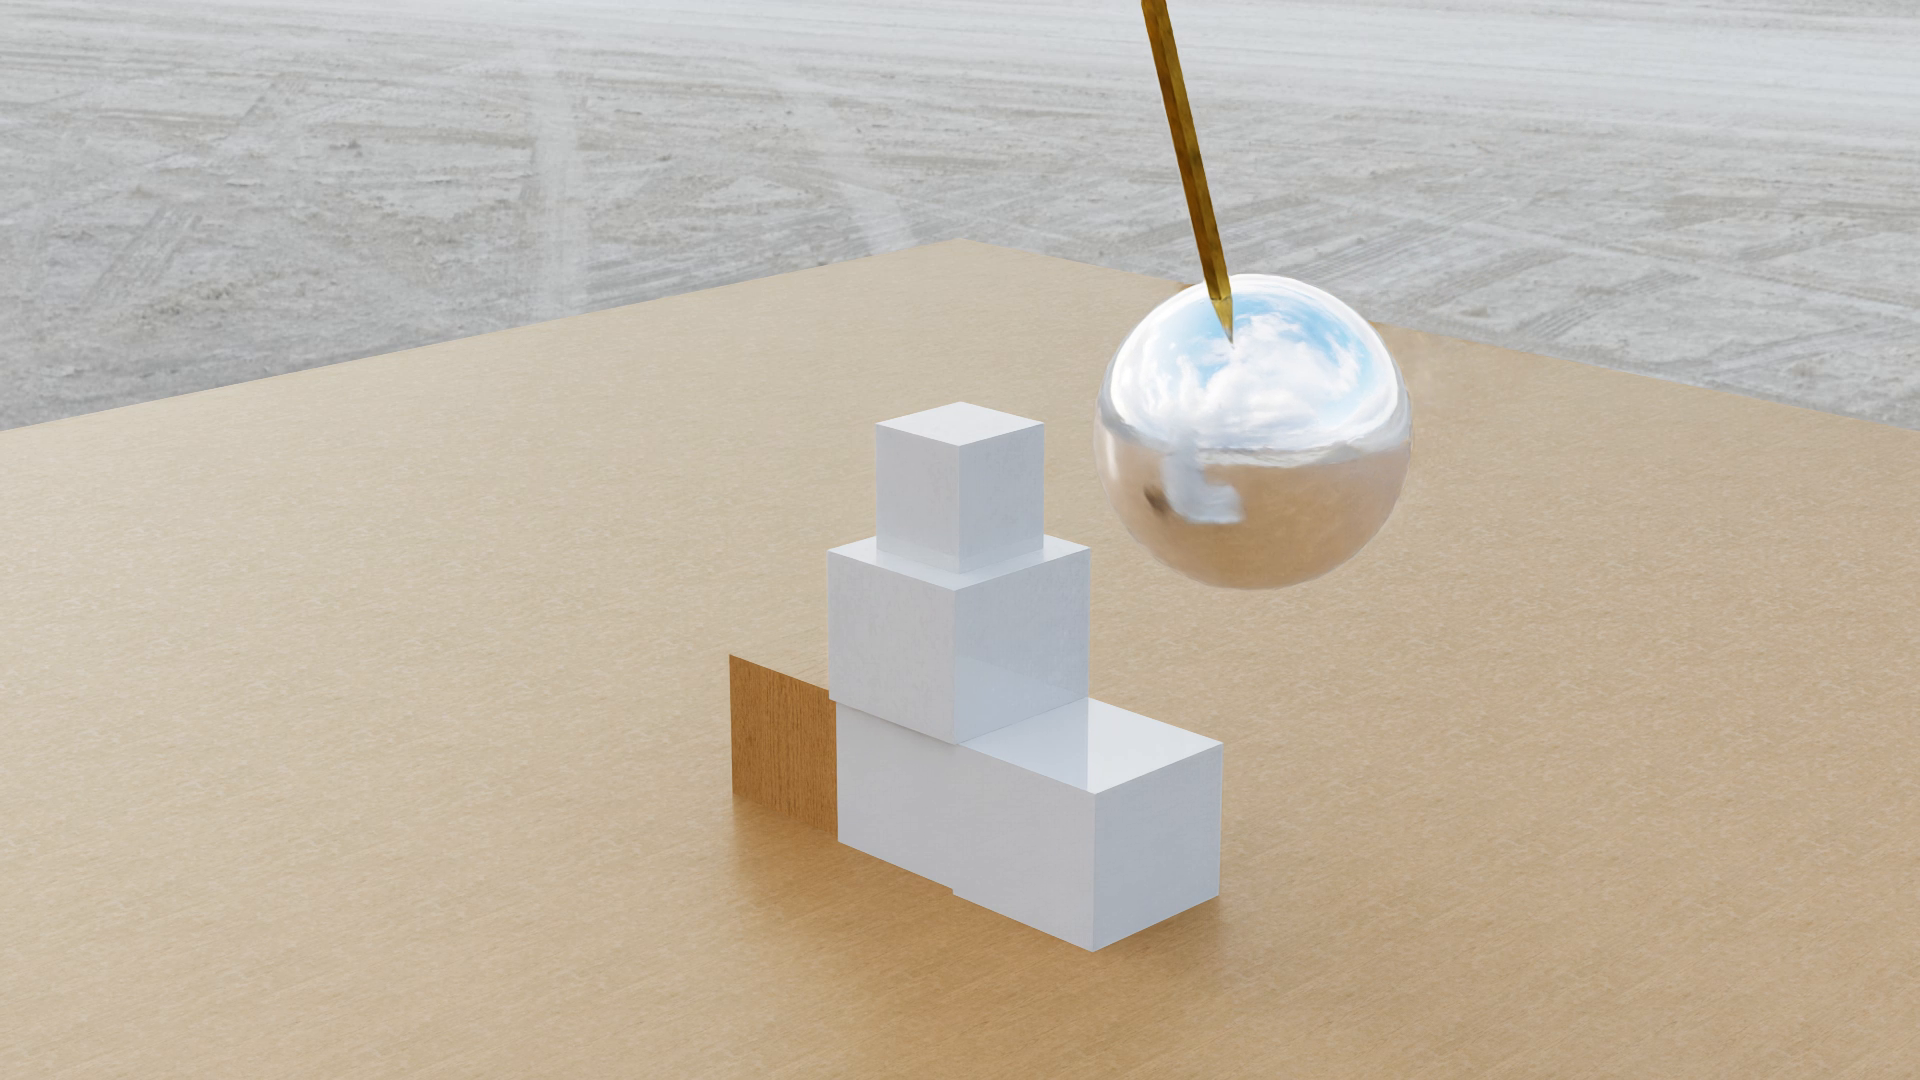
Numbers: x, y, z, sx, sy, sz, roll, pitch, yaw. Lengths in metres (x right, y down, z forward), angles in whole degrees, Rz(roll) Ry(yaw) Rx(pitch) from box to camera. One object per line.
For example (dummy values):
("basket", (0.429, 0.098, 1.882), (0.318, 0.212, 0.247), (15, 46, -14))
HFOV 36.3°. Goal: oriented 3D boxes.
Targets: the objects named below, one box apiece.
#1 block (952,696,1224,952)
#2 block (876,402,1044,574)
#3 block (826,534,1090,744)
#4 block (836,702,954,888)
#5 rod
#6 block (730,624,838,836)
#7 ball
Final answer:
("block", (0.569, 1.251, 13.137), (0.843, 0.737, 0.856), (-17, 24, -42))
("block", (0.000, -0.243, 13.265), (0.545, 0.592, 0.532), (-17, 24, -42))
("block", (-0.004, 0.384, 13.458), (0.877, 0.721, 0.822), (-17, 24, -42))
("block", (-0.013, 1.070, 13.711), (0.792, 0.738, 0.799), (-17, 24, -42))
("rod", (0.636, -3.330, 12.961), (0.080, 5.200, 0.080), (17, 44, 42))
("block", (-0.591, 0.908, 14.248), (0.692, 0.725, 0.793), (-17, 24, -42))
("ball", (1.467, -0.535, 14.711), (1.600, 1.600, 1.600), (0, 17, 0))
